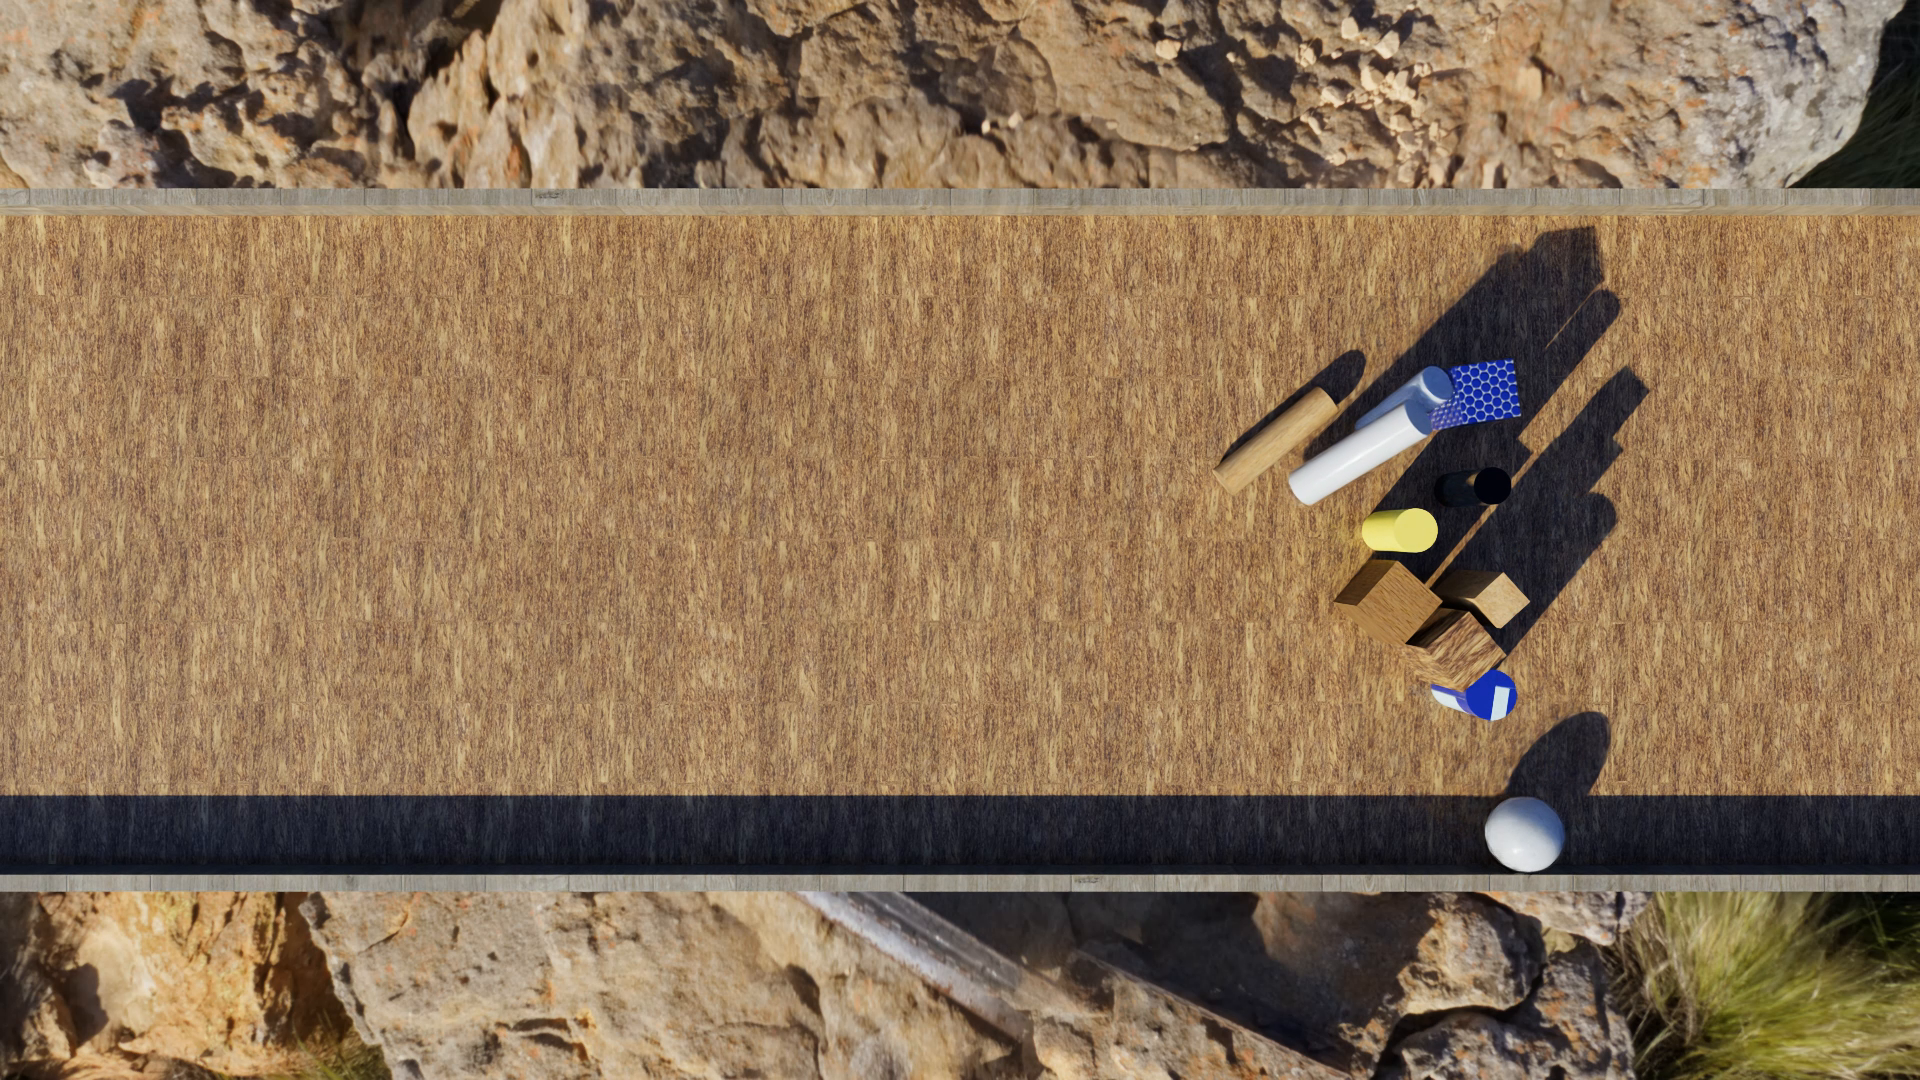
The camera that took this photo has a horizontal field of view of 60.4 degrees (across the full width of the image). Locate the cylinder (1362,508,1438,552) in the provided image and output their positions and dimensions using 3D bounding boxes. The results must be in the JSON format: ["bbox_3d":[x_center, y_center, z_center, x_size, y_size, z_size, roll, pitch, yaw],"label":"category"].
[{"bbox_3d":[1.300,-0.027,4.891,0.125,0.372,0.125,0,90,0],"label":"cylinder"}]

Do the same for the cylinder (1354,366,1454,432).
[{"bbox_3d":[1.320,-0.389,4.914,0.111,0.320,0.111,12,61,-22],"label":"cylinder"}]

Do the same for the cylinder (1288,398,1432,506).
[{"bbox_3d":[1.182,-0.257,4.893,0.436,0.121,0.121,-35,90,39],"label":"cylinder"}]

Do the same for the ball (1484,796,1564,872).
[{"bbox_3d":[1.698,0.886,4.963,0.227,0.227,0.227,0,90,0],"label":"ball"}]

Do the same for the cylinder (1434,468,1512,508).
[{"bbox_3d":[1.513,-0.154,4.880,0.108,0.392,0.108,0,90,0],"label":"cylinder"}]

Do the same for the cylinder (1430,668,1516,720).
[{"bbox_3d":[1.521,0.443,4.897,0.146,0.359,0.146,0,90,0],"label":"cylinder"}]

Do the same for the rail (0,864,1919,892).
[{"bbox_3d":[-2.247,1.025,5.001,12.000,0.150,0.050,0,90,0],"label":"rail"}]

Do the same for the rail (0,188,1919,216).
[{"bbox_3d":[-2.247,-1.025,5.002,12.000,0.150,0.050,0,90,0],"label":"rail"}]

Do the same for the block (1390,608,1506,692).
[{"bbox_3d":[1.428,0.317,4.867,0.163,0.419,0.163,-40,90,0],"label":"block"}]

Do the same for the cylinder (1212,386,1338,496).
[{"bbox_3d":[0.960,-0.301,5.024,0.405,0.104,0.104,-39,90,0],"label":"cylinder"}]

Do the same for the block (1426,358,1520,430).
[{"bbox_3d":[1.520,-0.430,4.918,0.168,0.309,0.168,-8,90,-2],"label":"block"}]

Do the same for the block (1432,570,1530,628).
[{"bbox_3d":[1.524,0.170,4.857,0.112,0.440,0.112,-42,90,0],"label":"block"}]

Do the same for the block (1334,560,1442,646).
[{"bbox_3d":[1.272,0.184,4.922,0.176,0.310,0.176,42,90,0],"label":"block"}]
